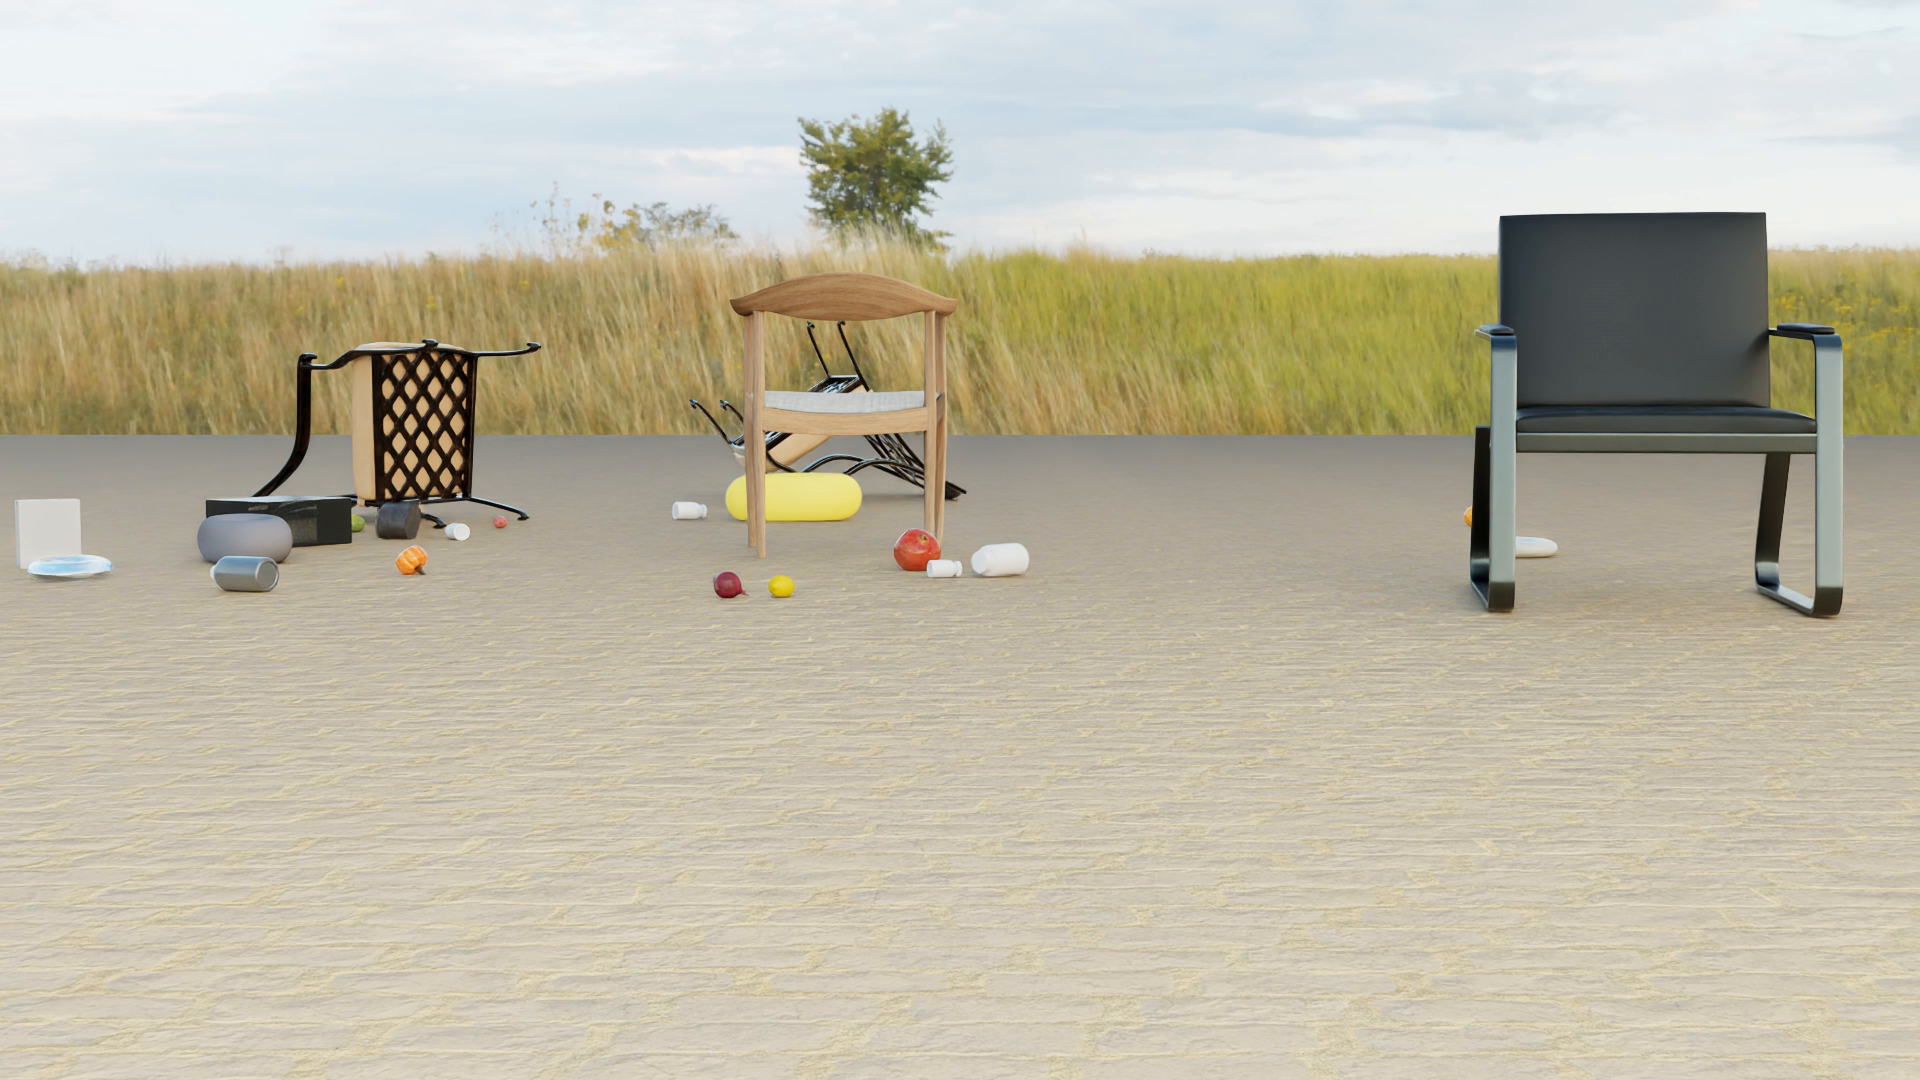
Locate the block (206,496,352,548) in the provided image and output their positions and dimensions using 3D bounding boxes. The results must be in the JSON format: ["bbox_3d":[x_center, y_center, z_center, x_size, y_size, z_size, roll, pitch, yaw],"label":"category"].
[{"bbox_3d":[-1.963,-0.053,6.345,0.264,0.133,0.302,3,5,33],"label":"block"}]

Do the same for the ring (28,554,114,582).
[{"bbox_3d":[-2.111,0.068,5.219,0.188,0.048,0.308,0,4,-15],"label":"ring"}]

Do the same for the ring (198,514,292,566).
[{"bbox_3d":[-1.865,-0.002,5.736,0.226,0.117,0.388,-4,6,-31],"label":"ring"}]

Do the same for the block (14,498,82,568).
[{"bbox_3d":[-2.305,-0.017,5.560,0.143,0.169,0.081,-2,5,-29],"label":"block"}]

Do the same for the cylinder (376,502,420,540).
[{"bbox_3d":[-1.682,-0.057,6.590,0.088,0.099,0.136,2,33,7],"label":"cylinder"}]

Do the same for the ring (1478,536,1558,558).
[{"bbox_3d":[1.502,0.020,5.928,0.211,0.046,0.230,2,5,21],"label":"ring"}]

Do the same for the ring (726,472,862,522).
[{"bbox_3d":[-0.568,-0.144,7.506,0.465,0.159,0.194,-1,6,-1],"label":"ring"}]
